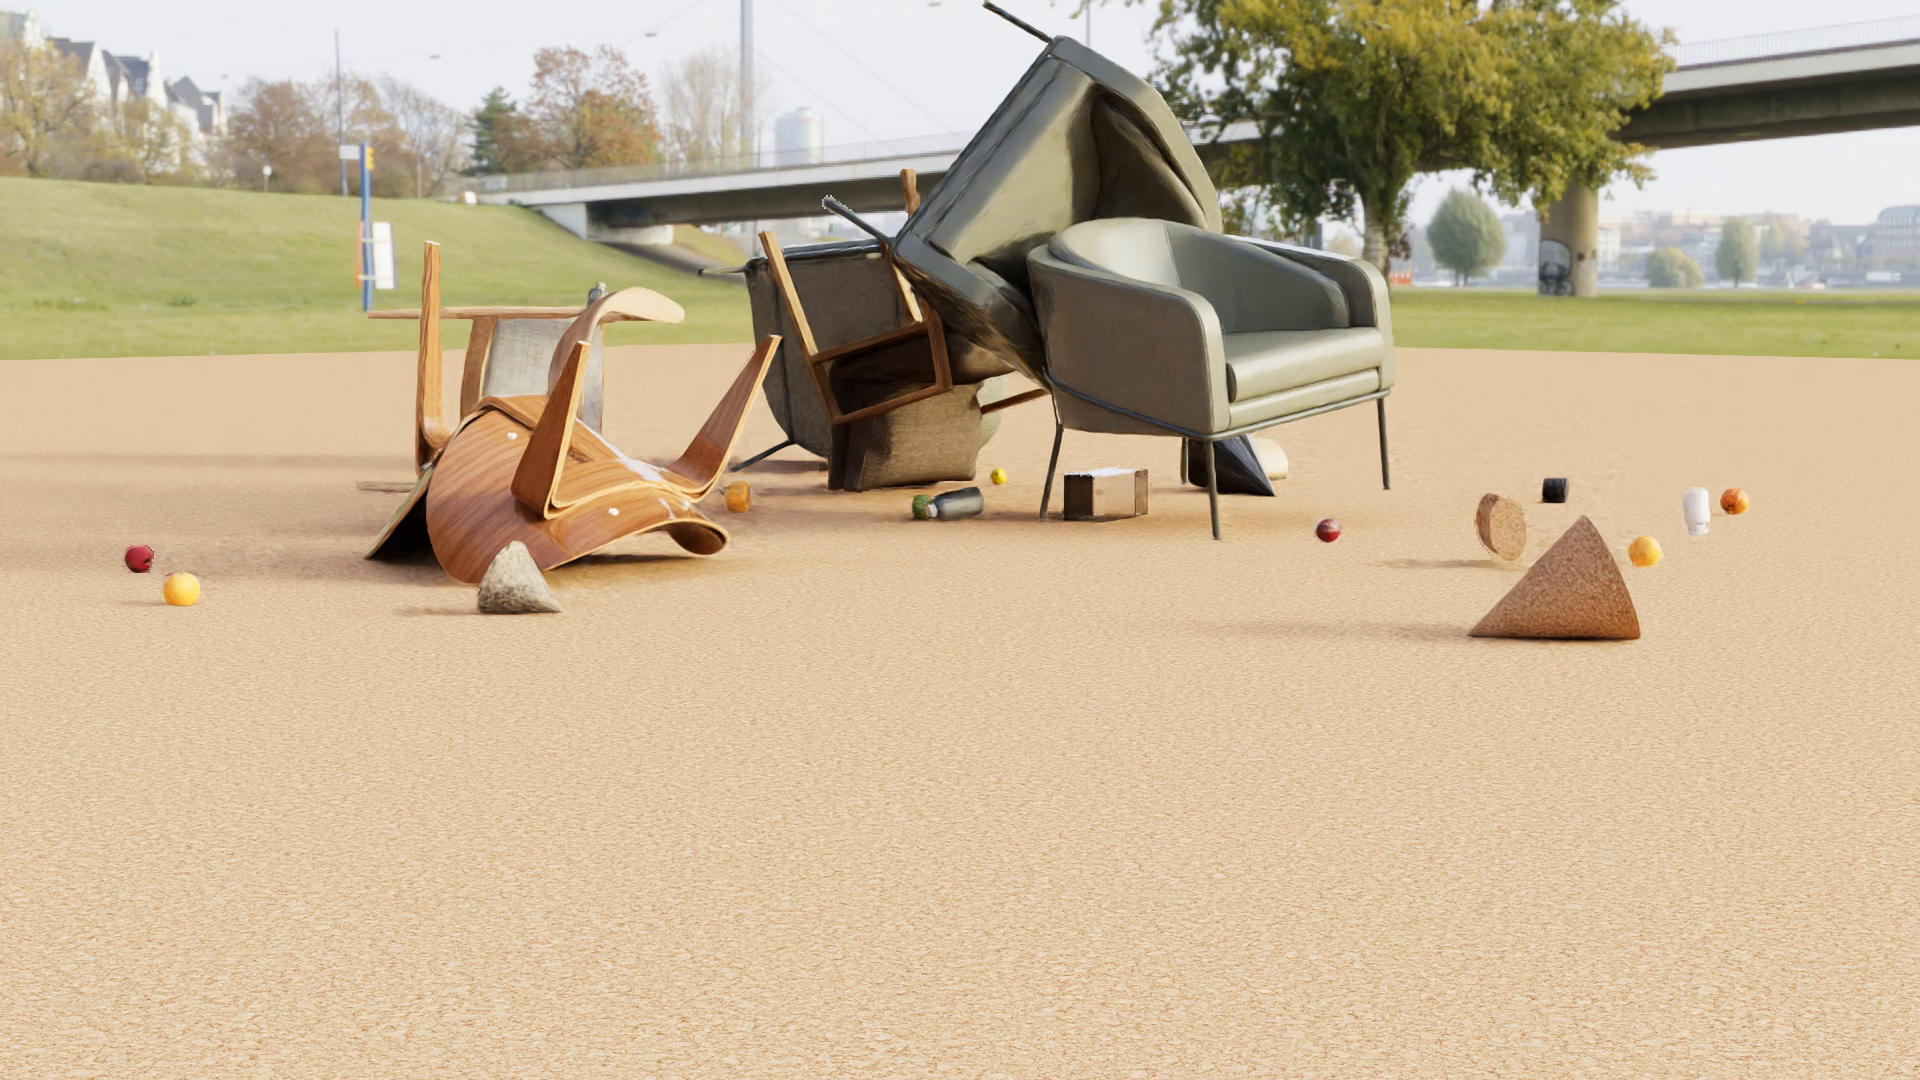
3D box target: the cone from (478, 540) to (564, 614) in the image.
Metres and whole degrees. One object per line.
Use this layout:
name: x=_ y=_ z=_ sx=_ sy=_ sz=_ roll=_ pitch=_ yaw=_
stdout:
cone: x=-0.833 y=0.106 z=5.002 sx=0.151 sy=0.159 sz=0.147 roll=29 pitch=25 yaw=15

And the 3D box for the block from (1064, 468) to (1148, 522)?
block: x=0.401 y=-0.125 z=7.011 sx=0.120 sy=0.125 sz=0.277 roll=3 pitch=7 yaw=30

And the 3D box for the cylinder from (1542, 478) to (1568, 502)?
cylinder: x=1.736 y=-0.144 z=7.477 sx=0.064 sy=0.069 sz=0.064 roll=3 pitch=-18 yaw=24

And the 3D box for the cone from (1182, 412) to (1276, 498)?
cone: x=0.866 y=-0.201 z=7.769 sx=0.278 sy=0.246 sz=0.325 roll=44 pitch=-1 yaw=-41

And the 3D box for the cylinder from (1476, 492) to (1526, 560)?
cylinder: x=1.232 y=-0.032 z=5.840 sx=0.081 sy=0.142 sz=0.163 roll=-9 pitch=6 yaw=2

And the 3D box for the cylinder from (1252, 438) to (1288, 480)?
cylinder: x=0.938 y=-0.260 z=8.295 sx=0.201 sy=0.098 sz=0.170 roll=-3 pitch=45 yaw=-28

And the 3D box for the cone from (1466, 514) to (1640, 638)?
cone: x=1.054 y=0.121 z=4.686 sx=0.283 sy=0.242 sz=0.273 roll=-23 pitch=13 yaw=5
